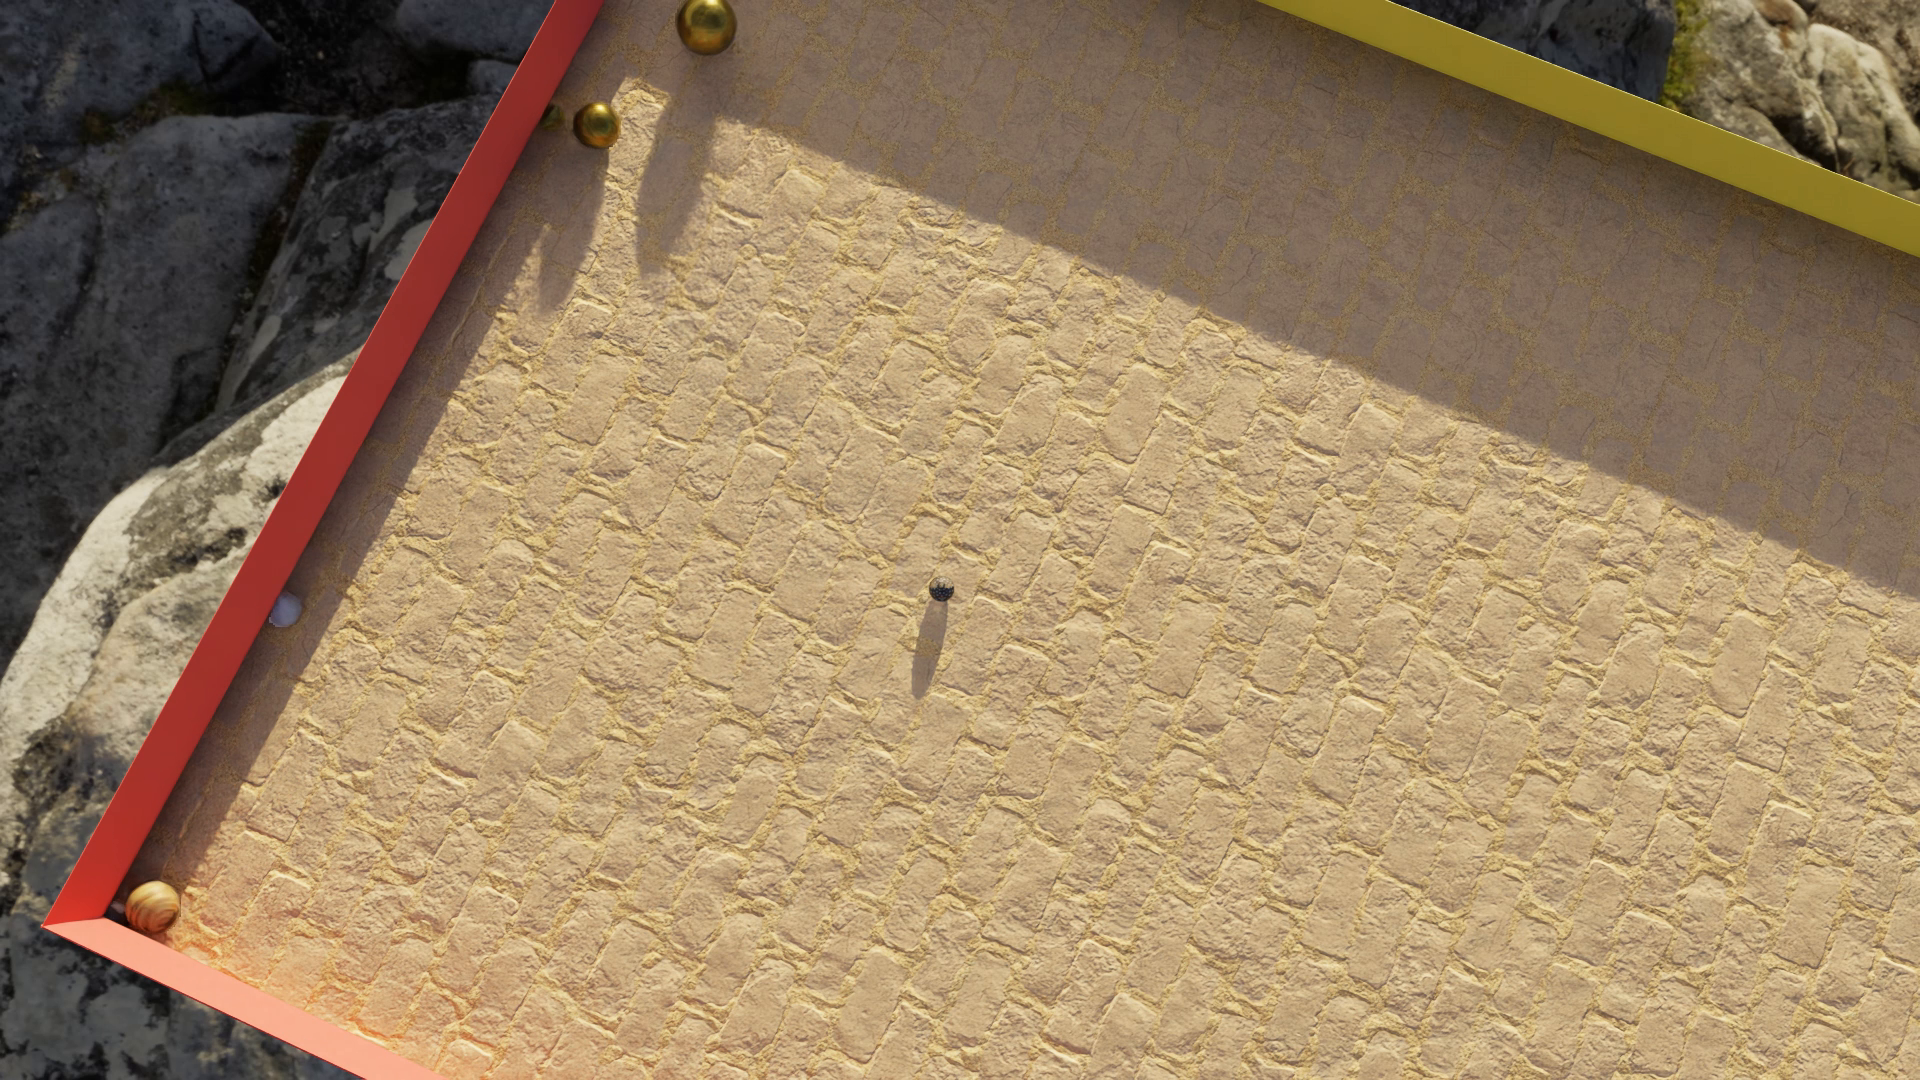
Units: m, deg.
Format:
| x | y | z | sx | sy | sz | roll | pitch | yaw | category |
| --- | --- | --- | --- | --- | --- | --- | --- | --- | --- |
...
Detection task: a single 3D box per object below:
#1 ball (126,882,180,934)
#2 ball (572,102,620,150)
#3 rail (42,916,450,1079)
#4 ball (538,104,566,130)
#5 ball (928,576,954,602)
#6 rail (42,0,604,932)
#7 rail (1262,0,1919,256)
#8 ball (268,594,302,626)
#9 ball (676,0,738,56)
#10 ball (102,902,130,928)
| x | y | z | sx | sy | sz | roll | pitch | yaw | category |
| --- | --- | --- | --- | --- | --- | --- | --- | --- | --- |
| -1.178 | 0.536 | 3.210 | 0.076 | 0.076 | 0.076 | 0 | 74 | 0 | ball |
| -0.590 | -0.671 | 3.565 | 0.074 | 0.074 | 0.074 | 0 | 74 | 0 | ball |
| 0.440 | 1.281 | 2.962 | 3.787 | 0.129 | 0.045 | 23 | 75 | 7 | rail |
| -0.666 | -0.690 | 3.586 | 0.045 | 0.045 | 0.045 | 0 | 74 | 0 | ball |
| -0.028 | 0.075 | 3.364 | 0.040 | 0.040 | 0.040 | 0 | 74 | 0 | ball |
| -0.844 | -0.369 | 3.446 | 0.045 | 0.129 | 2.152 | 23 | 75 | 7 | rail |
| 1.292 | -0.566 | 3.504 | 3.787 | 0.129 | 0.045 | 23 | 75 | 7 | rail |
| -1.028 | 0.106 | 3.350 | 0.049 | 0.049 | 0.049 | 0 | 74 | 0 | ball |
| -0.414 | -0.844 | 3.602 | 0.099 | 0.099 | 0.099 | 0 | 74 | 0 | ball |
| -1.238 | 0.553 | 3.220 | 0.046 | 0.046 | 0.046 | 0 | 74 | 0 | ball |
